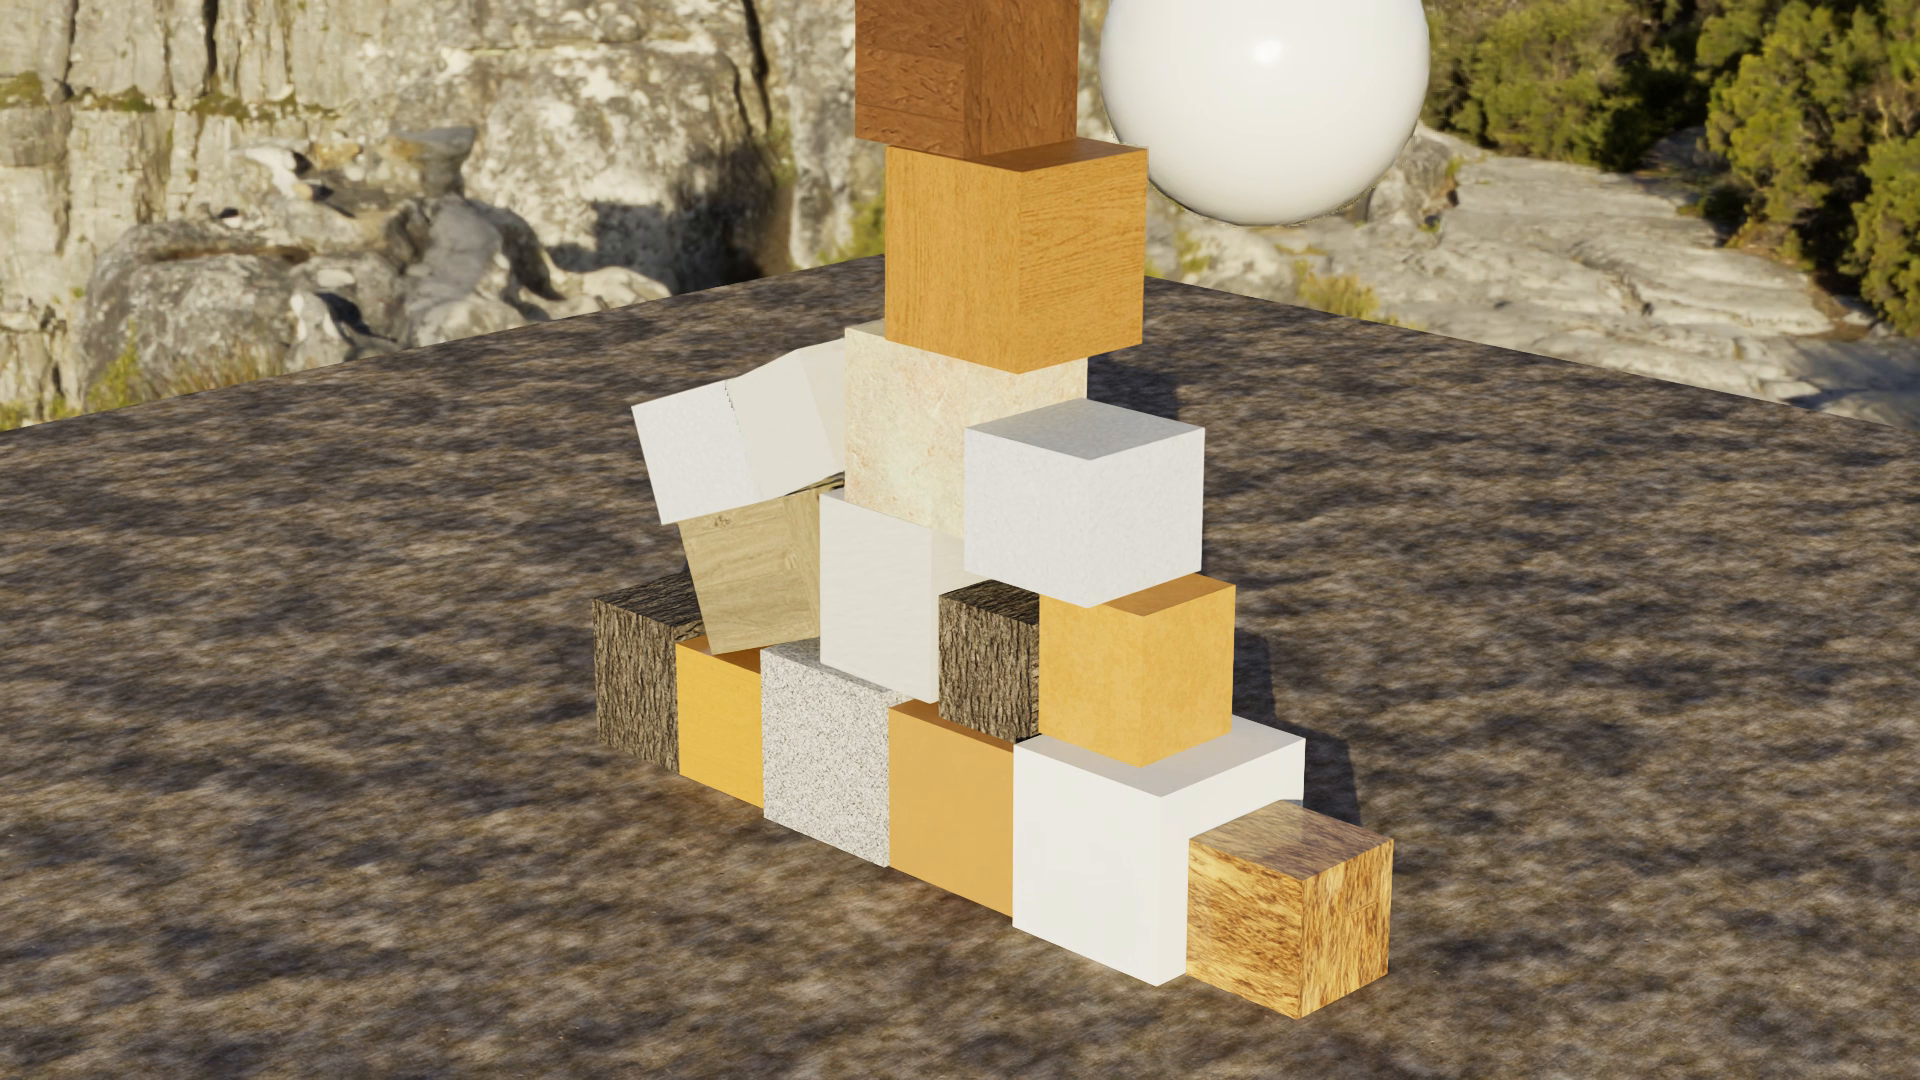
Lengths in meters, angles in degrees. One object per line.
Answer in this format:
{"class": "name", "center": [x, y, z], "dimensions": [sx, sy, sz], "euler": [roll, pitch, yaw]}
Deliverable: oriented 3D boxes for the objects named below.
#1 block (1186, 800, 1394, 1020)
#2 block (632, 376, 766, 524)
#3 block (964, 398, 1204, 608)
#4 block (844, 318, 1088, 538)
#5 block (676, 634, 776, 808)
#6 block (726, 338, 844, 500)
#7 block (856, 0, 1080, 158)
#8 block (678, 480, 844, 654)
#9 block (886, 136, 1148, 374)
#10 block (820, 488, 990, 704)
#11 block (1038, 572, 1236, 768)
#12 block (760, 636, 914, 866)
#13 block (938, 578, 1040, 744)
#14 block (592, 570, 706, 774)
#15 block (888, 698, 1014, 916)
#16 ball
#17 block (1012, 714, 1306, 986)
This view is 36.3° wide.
{"class": "block", "center": [1.389, 1.549, 12.378], "dimensions": [0.608, 0.622, 0.604], "euler": [-17, 24, -42]}
{"class": "block", "center": [-1.060, -0.479, 14.248], "dimensions": [0.638, 0.596, 0.721], "euler": [-17, 4, -44]}
{"class": "block", "center": [0.536, -0.175, 12.710], "dimensions": [0.733, 0.645, 0.730], "euler": [-17, 24, -42]}
{"class": "block", "center": [0.024, -0.556, 13.171], "dimensions": [0.760, 0.809, 0.775], "euler": [-17, 25, -42]}
{"class": "block", "center": [-0.893, 0.836, 14.534], "dimensions": [0.701, 0.691, 0.726], "euler": [17, 24, 42]}
{"class": "block", "center": [-0.574, -0.598, 13.761], "dimensions": [0.700, 0.592, 0.568], "euler": [-17, -2, -42]}
{"class": "block", "center": [0.031, -2.128, 12.641], "dimensions": [0.697, 0.797, 0.665], "euler": [-17, 25, -42]}
{"class": "block", "center": [-0.773, 0.106, 14.181], "dimensions": [0.694, 0.672, 0.812], "euler": [-17, 4, -43]}
{"class": "block", "center": [0.238, -1.275, 12.699], "dimensions": [0.782, 0.856, 0.807], "euler": [-17, 25, -42]}
{"class": "block", "center": [-0.114, 0.180, 13.542], "dimensions": [0.772, 0.823, 0.729], "euler": [-17, 25, -42]}
{"class": "block", "center": [0.764, 0.517, 12.713], "dimensions": [0.598, 0.677, 0.592], "euler": [-17, 24, -42]}
{"class": "block", "center": [-0.347, 0.925, 13.977], "dimensions": [0.847, 0.855, 0.838], "euler": [-17, 24, -42]}
{"class": "block", "center": [0.327, 0.517, 13.136], "dimensions": [0.616, 0.576, 0.578], "euler": [-17, 24, -42]}
{"class": "block", "center": [-1.371, 0.651, 14.985], "dimensions": [0.742, 0.773, 0.645], "euler": [-17, 24, -42]}
{"class": "block", "center": [0.273, 1.135, 13.431], "dimensions": [0.847, 0.780, 0.845], "euler": [-17, 24, -42]}
{"class": "ball", "center": [1.467, -2.312, 14.152], "dimensions": [1.600, 1.600, 1.600], "euler": [0, 17, 0]}
{"class": "block", "center": [0.867, 1.283, 12.834], "dimensions": [0.950, 0.857, 0.844], "euler": [-17, 24, -42]}
